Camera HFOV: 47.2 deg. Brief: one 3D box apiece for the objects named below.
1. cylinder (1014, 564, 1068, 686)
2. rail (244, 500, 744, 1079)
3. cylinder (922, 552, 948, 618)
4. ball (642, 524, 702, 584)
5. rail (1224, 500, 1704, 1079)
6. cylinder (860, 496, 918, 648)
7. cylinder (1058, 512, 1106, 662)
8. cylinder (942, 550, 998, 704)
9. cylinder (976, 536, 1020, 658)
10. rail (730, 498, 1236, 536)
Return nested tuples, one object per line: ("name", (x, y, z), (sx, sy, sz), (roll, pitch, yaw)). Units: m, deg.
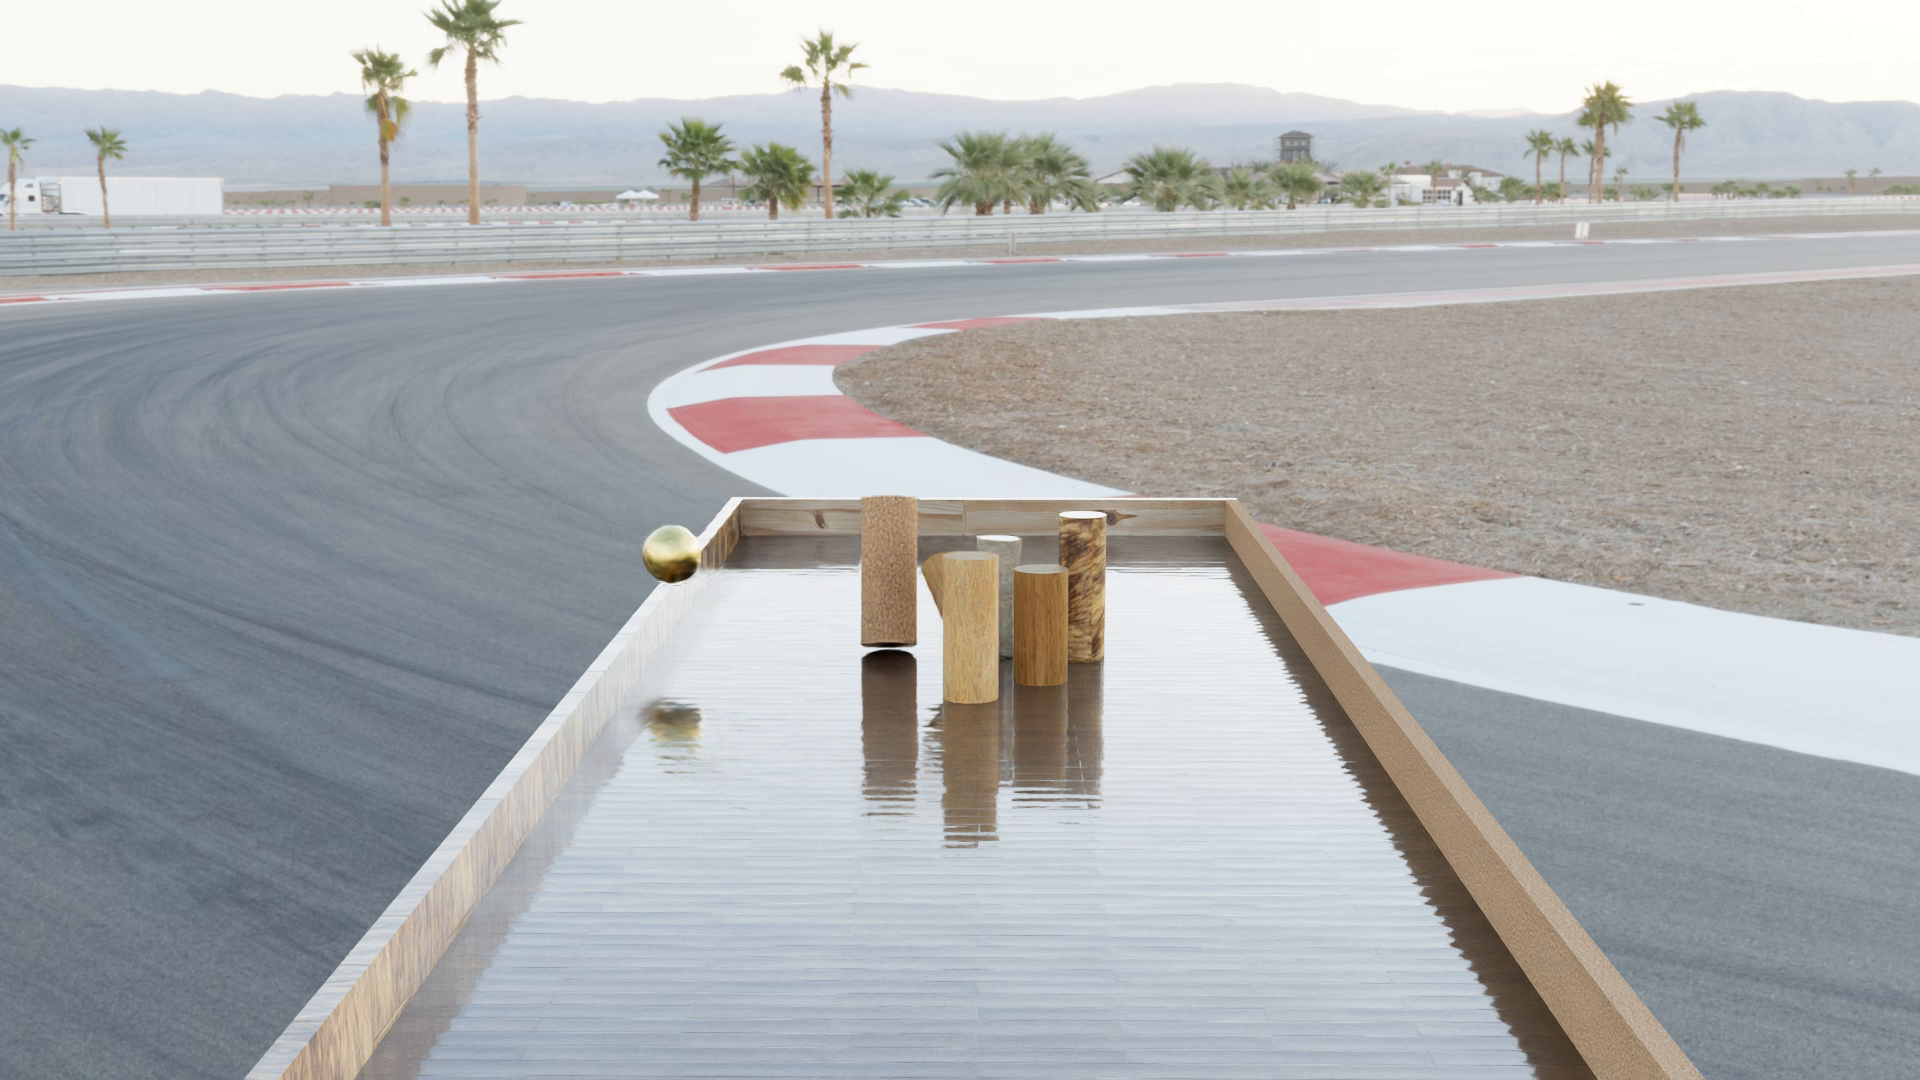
("cylinder", (0.235, 0.246, 6.401), (0.159, 0.330, 0.159), (0, 9, 0))
("rail", (-1.004, 0.839, 3.234), (0.050, 0.150, 12.000), (0, 9, 1))
("cylinder", (-0.002, 0.211, 6.666), (0.121, 0.121, 0.379), (-4, 45, -22))
("ball", (-0.909, 0.045, 6.945), (0.185, 0.185, 0.185), (0, 9, 0))
("rail", (1.046, 0.843, 3.208), (0.050, 0.150, 12.000), (0, 9, 1))
("cylinder", (-0.219, 0.101, 6.821), (0.173, 0.454, 0.173), (0, -9, 0))
("cylinder", (0.372, 0.142, 6.698), (0.143, 0.443, 0.143), (0, 9, 0))
("cylinder", (0.030, 0.244, 6.178), (0.158, 0.405, 0.158), (0, 9, 0))
("cylinder", (0.110, 0.174, 6.732), (0.133, 0.362, 0.133), (3, 6, 0))
("rail", (0.099, -0.098, 9.147), (2.100, 0.150, 0.050), (0, 9, 1))
